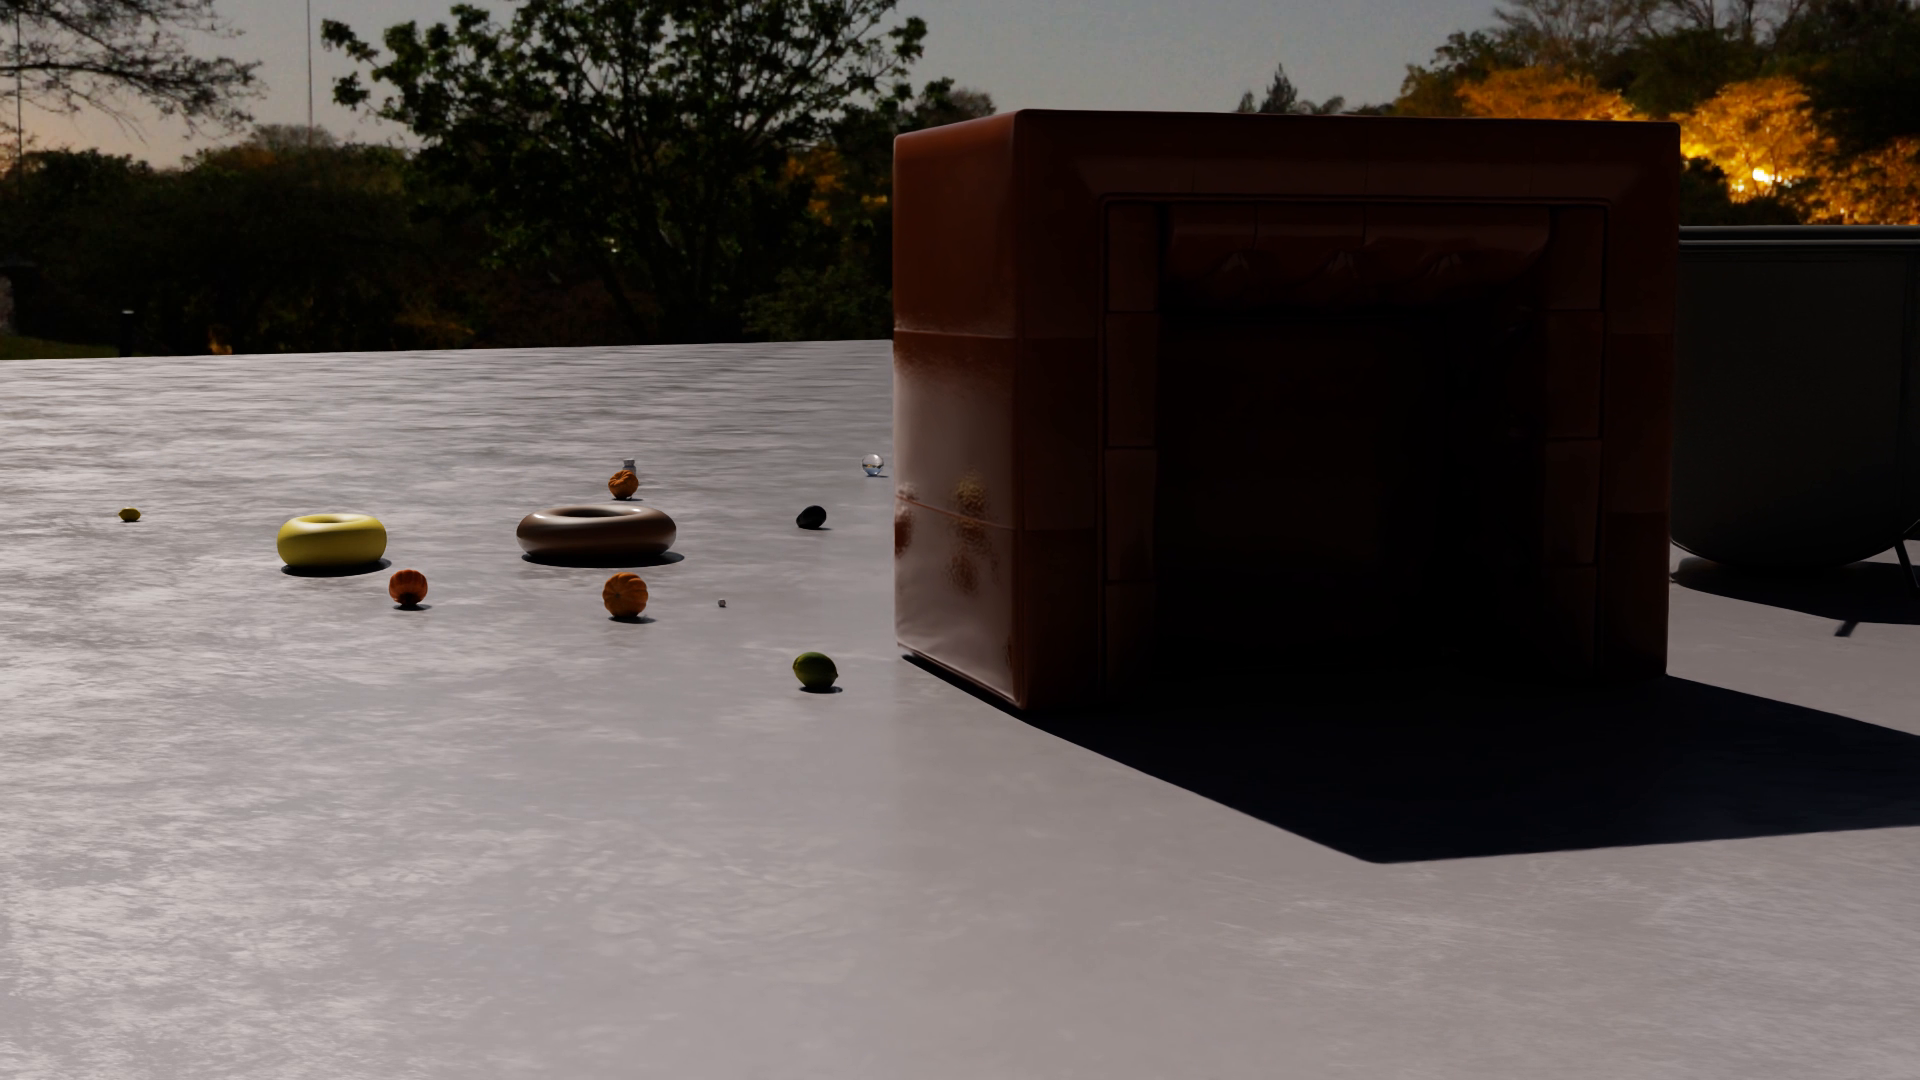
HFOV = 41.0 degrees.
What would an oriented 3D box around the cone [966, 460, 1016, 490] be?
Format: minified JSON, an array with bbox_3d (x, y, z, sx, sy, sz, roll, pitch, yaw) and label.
[{"bbox_3d":[0.097,-0.205,7.962,0.143,0.090,0.179,-5,8,-40],"label":"cone"}]

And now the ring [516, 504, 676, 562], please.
[{"bbox_3d":[-0.859,-0.016,6.067,0.373,0.105,0.441,-3,7,-20],"label":"ring"}]

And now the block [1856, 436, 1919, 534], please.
[{"bbox_3d":[2.416,-0.144,6.648,0.159,0.238,0.206,2,6,17],"label":"block"}]

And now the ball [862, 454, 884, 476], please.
[{"bbox_3d":[-0.288,-0.250,8.479,0.073,0.073,0.073,0,6,0],"label":"ball"}]

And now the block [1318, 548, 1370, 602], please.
[{"bbox_3d":[0.785,0.070,5.249,0.083,0.099,0.078,-1,6,-11],"label":"block"}]

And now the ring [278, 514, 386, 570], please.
[{"bbox_3d":[-1.438,0.003,5.881,0.235,0.105,0.405,1,5,-1],"label":"ring"}]
